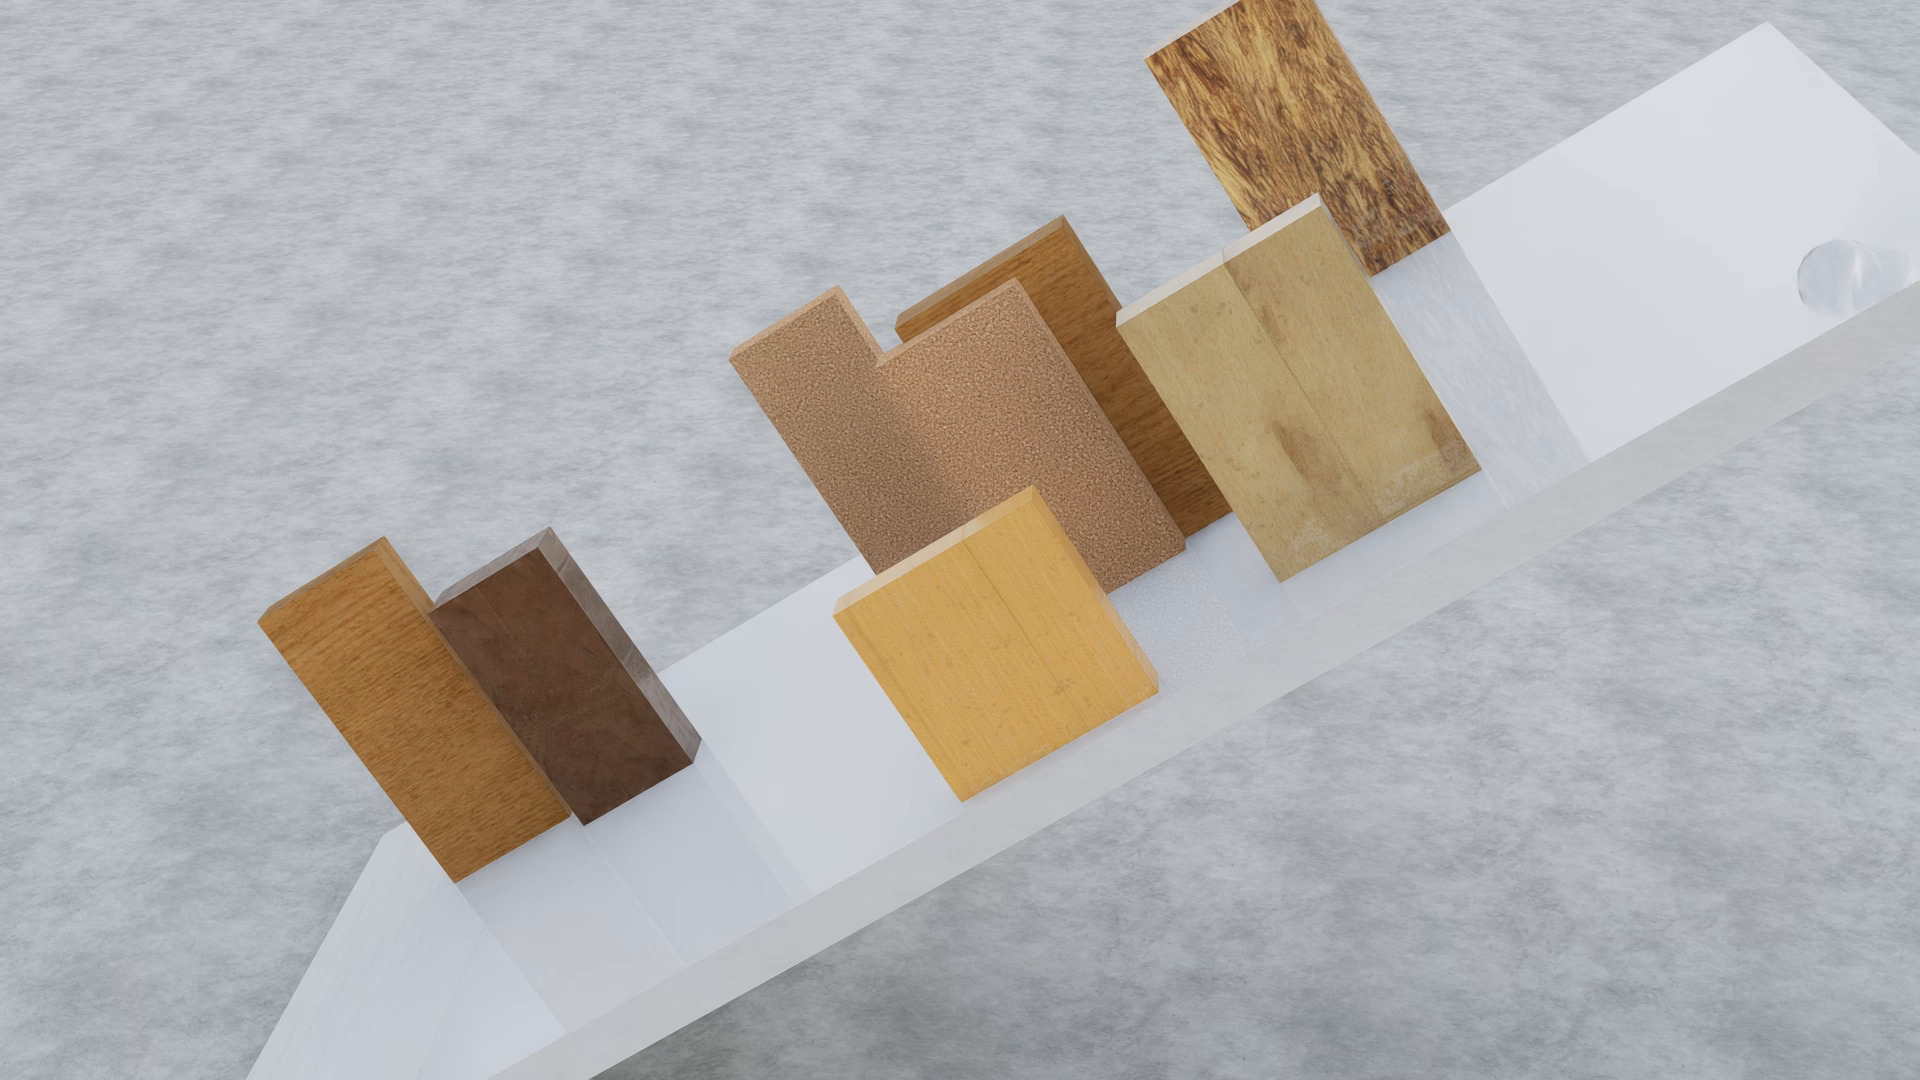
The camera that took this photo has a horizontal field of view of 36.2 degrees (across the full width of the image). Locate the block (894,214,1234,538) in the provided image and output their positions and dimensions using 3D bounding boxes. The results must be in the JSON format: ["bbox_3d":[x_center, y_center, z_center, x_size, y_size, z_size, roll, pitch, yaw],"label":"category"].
[{"bbox_3d":[0.221,-0.262,5.951,0.394,0.681,0.108,-30,15,13],"label":"block"}]

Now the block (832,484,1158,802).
[{"bbox_3d":[0.067,0.192,5.344,0.424,0.432,0.087,-30,15,13],"label":"block"}]

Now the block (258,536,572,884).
[{"bbox_3d":[-1.249,0.398,6.803,0.335,0.771,0.098,-30,15,13],"label":"block"}]

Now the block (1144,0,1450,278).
[{"bbox_3d":[0.778,-0.920,6.779,0.392,0.711,0.108,-30,15,13],"label":"block"}]

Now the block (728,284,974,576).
[{"bbox_3d":[-0.210,-0.213,6.689,0.287,0.689,0.088,-30,15,13],"label":"block"}]

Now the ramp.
[{"bbox_3d":[0.140,0.170,6.293,4.000,0.100,2.000,-30,15,13],"label":"ramp"}]

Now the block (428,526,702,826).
[{"bbox_3d":[-0.887,0.309,6.639,0.303,0.607,0.139,-30,15,13],"label":"block"}]

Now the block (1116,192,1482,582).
[{"bbox_3d":[0.617,-0.272,5.356,0.424,0.576,0.102,-30,15,13],"label":"block"}]

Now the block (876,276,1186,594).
[{"bbox_3d":[0.145,-0.174,5.903,0.326,0.646,0.083,-30,15,13],"label":"block"}]
